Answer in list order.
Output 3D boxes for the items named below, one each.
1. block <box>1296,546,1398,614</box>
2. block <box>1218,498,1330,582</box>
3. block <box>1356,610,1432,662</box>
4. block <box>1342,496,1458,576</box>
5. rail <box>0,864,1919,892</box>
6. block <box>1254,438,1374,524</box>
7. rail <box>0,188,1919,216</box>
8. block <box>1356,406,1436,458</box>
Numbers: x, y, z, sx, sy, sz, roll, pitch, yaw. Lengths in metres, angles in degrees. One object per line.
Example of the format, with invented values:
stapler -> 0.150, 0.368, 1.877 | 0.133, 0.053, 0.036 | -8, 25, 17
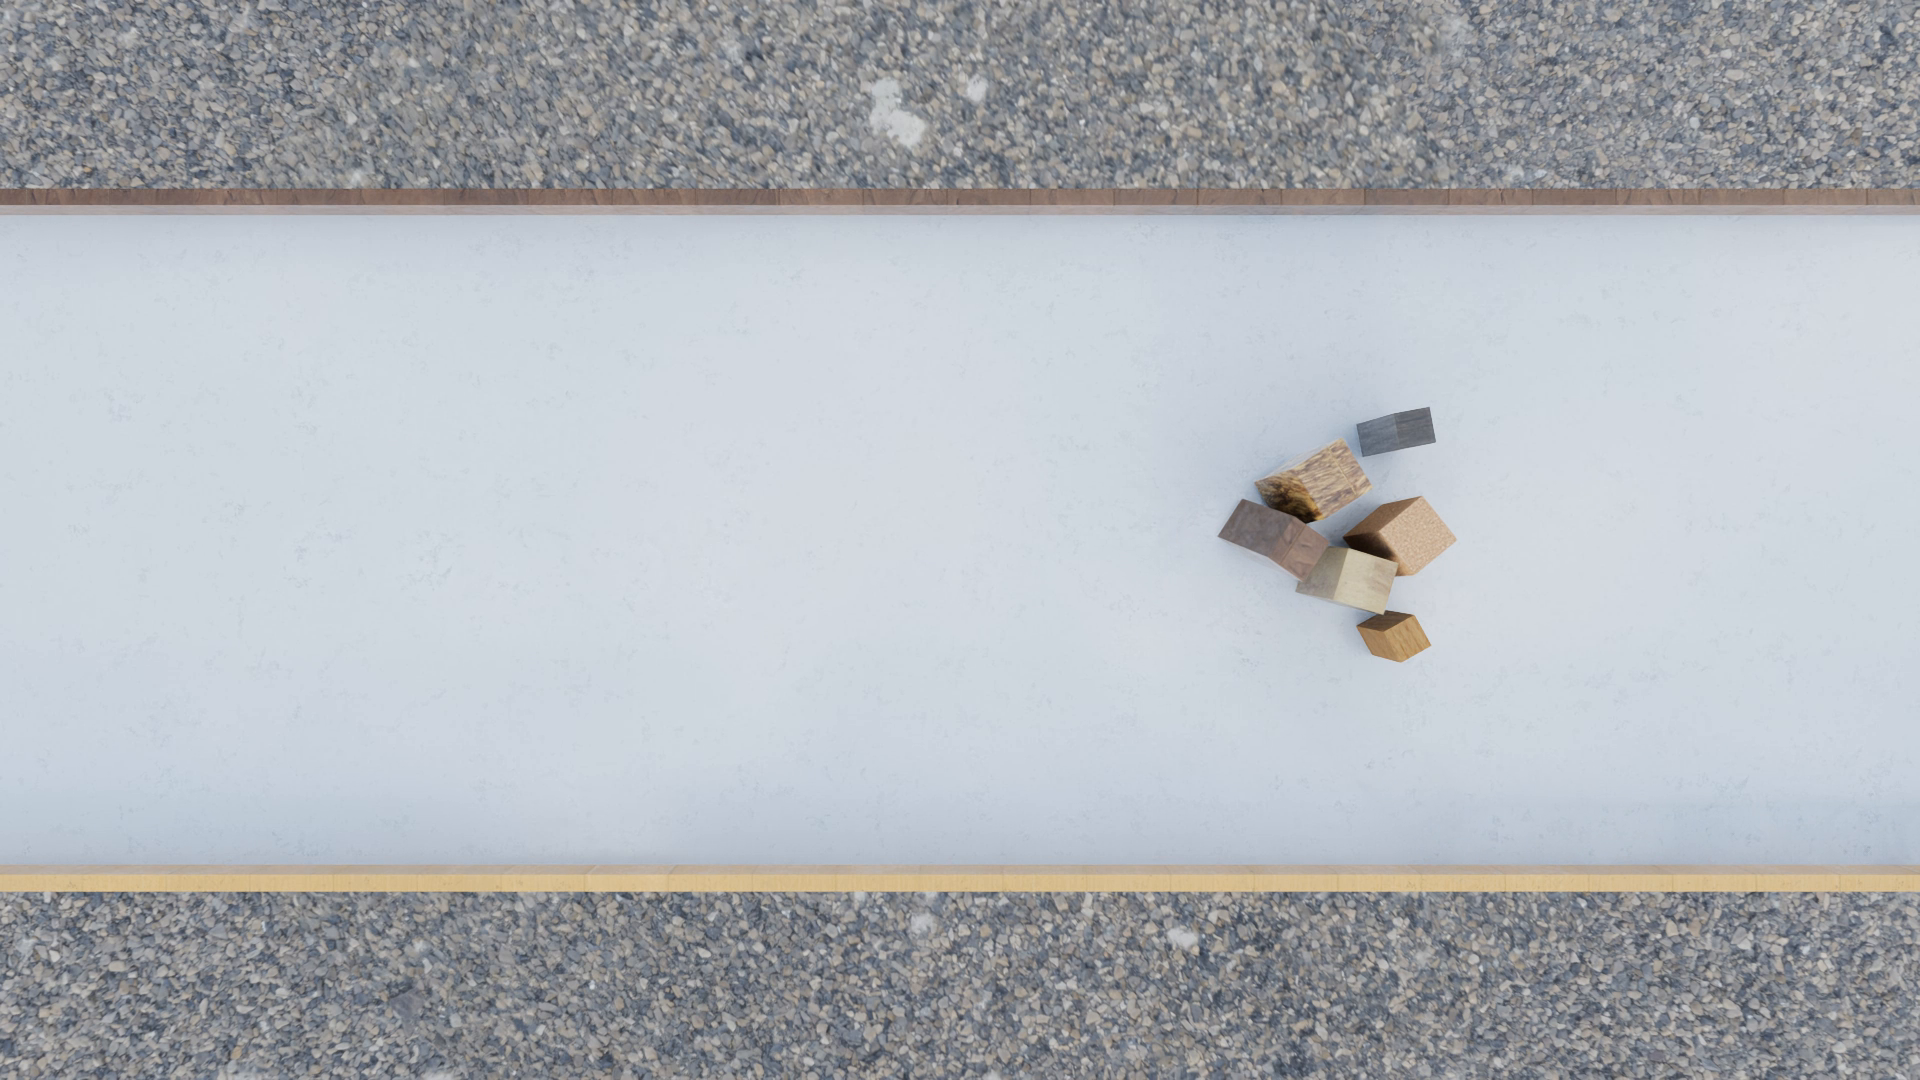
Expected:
block -> 1.141, 0.113, 4.887 | 0.154, 0.366, 0.154 | 17, 90, -6
block -> 0.924, -0.003, 4.883 | 0.139, 0.361, 0.139 | 33, 90, -17
block -> 1.288, 0.284, 4.910 | 0.102, 0.333, 0.102 | -29, 90, 0
block -> 1.298, -0.005, 4.887 | 0.162, 0.368, 0.162 | -39, 90, -4
rail -> -2.247, 1.025, 5.001 | 12.000, 0.150, 0.050 | 0, 90, 0
block -> 1.038, -0.162, 4.870 | 0.169, 0.395, 0.169 | -32, 90, -7
rail -> -2.247, -1.025, 5.002 | 12.000, 0.150, 0.050 | 0, 90, 0
block -> 1.280, -0.315, 4.858 | 0.103, 0.437, 0.103 | -11, 90, 0
